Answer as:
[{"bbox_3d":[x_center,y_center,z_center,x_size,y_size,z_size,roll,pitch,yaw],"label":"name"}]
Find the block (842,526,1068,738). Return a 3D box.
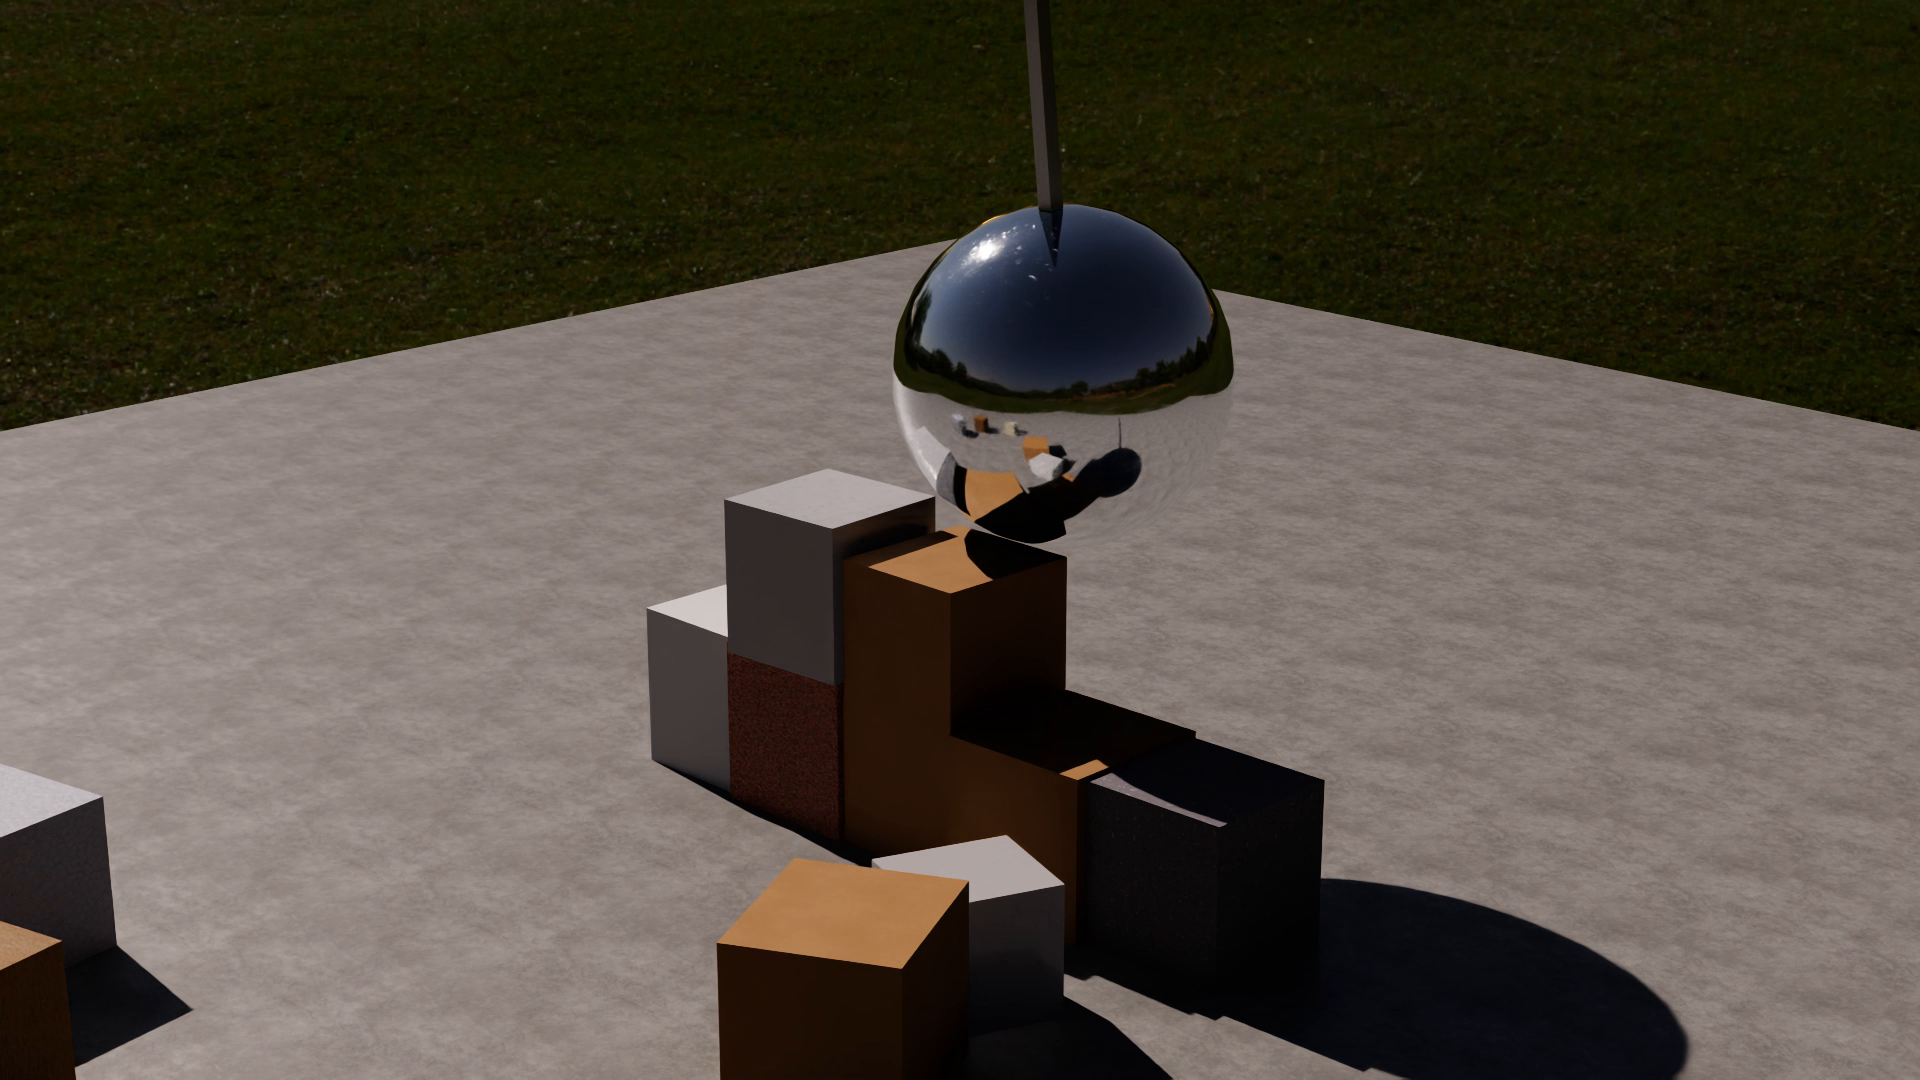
[{"bbox_3d":[-0.022,0.407,13.479,0.749,0.682,0.699,-17,24,-42],"label":"block"}]

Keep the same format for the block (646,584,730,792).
[{"bbox_3d":[-1.095,0.723,14.695,0.657,0.809,0.655,-17,24,-42],"label":"block"}]

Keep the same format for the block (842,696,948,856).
[{"bbox_3d":[-0.024,1.076,13.704,0.714,0.729,0.755,-17,24,-42],"label":"block"}]

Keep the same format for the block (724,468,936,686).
[{"bbox_3d":[-0.610,0.163,13.863,0.704,0.757,0.696,15,23,39],"label":"block"}]

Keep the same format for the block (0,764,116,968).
[{"bbox_3d":[-4.137,1.456,12.552,0.678,0.696,0.683,11,21,32],"label":"block"}]

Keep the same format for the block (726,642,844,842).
[{"bbox_3d":[-0.566,0.871,14.222,0.776,0.810,0.796,17,24,42],"label":"block"}]

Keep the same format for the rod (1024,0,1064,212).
[{"bbox_3d":[0.206,-3.905,12.331,0.080,5.200,0.080,17,30,42],"label":"rod"}]

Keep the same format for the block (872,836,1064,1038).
[{"bbox_3d":[0.030,1.645,12.114,0.617,0.597,0.557,-8,19,-23],"label":"block"}]

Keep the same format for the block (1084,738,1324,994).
[{"bbox_3d":[1.050,1.391,12.652,0.731,0.760,0.712,16,24,41],"label":"block"}]

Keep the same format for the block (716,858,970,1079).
[{"bbox_3d":[-0.439,1.787,11.404,0.734,0.752,0.830,5,18,17],"label":"block"}]

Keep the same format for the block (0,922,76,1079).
[{"bbox_3d":[-3.905,1.914,11.079,0.653,0.706,0.820,10,20,30],"label":"block"}]

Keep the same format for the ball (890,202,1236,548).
[{"bbox_3d":[0.476,-0.763,13.601,1.600,1.600,1.600,0,17,0],"label":"ball"}]

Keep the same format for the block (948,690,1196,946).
[{"bbox_3d":[0.498,1.229,13.135,0.766,0.780,0.796,16,23,41],"label":"block"}]
